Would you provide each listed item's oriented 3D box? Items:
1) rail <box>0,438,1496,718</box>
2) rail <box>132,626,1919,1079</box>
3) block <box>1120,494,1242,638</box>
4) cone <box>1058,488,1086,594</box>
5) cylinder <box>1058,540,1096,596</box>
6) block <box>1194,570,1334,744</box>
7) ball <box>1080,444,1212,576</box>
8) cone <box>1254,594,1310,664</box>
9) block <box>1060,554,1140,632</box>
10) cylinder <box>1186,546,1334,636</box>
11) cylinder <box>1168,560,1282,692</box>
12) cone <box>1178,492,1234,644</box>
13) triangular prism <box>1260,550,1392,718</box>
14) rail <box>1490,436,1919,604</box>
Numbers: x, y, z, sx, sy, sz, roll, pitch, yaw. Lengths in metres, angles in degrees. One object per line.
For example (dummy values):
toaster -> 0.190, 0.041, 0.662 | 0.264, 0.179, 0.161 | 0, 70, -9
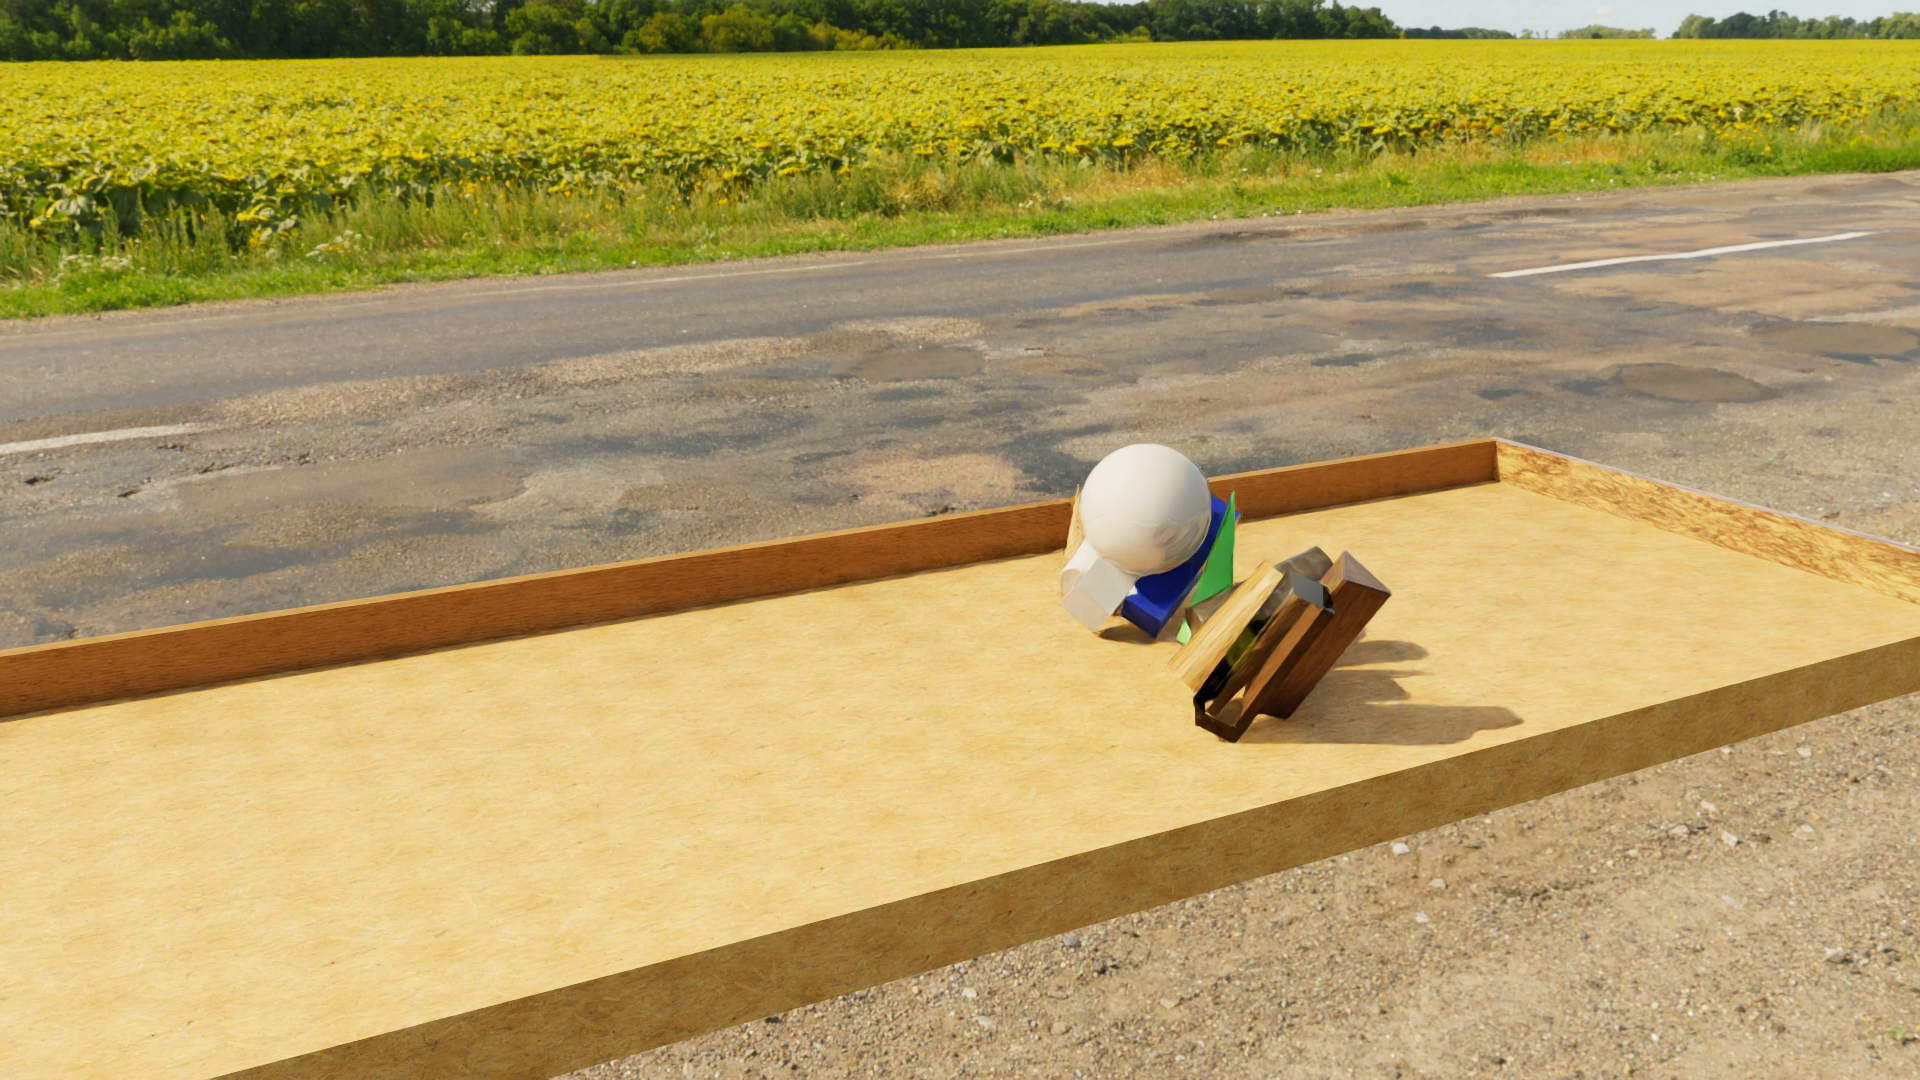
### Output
rail -> -3.305, 0.497, 3.399 | 12.000, 0.150, 0.050 | -9, 18, -27
rail -> -2.336, 1.006, 1.665 | 12.000, 0.150, 0.050 | -9, 18, -27
block -> 0.600, 0.065, 4.485 | 0.116, 0.116, 0.400 | 34, 68, 14
cone -> 0.349, -0.007, 4.784 | 0.143, 0.316, 0.143 | -3, 7, 0
cylinder -> 0.444, 0.024, 4.698 | 0.172, 0.172, 0.364 | 11, 48, 34
block -> 0.678, 0.264, 3.710 | 0.105, 0.405, 0.105 | 25, 29, -11
ball -> 0.485, -0.080, 4.314 | 0.346, 0.346, 0.346 | 0, 16, 0
cone -> 0.856, 0.189, 4.093 | 0.150, 0.321, 0.150 | 34, 15, -10
block -> 0.438, 0.063, 4.500 | 0.121, 0.121, 0.388 | 40, 56, 1
cylinder -> 0.780, 0.166, 4.229 | 0.373, 0.157, 0.157 | -25, 21, -8
cylinder -> 0.671, 0.224, 3.965 | 0.150, 0.342, 0.150 | 42, 6, -5
cone -> 0.682, 0.070, 4.334 | 0.152, 0.418, 0.152 | 9, 8, -1
triangular prism -> 0.798, 0.216, 3.823 | 0.144, 0.412, 0.125 | 15, 33, -29
rail -> 2.466, -0.048, 5.253 | 0.050, 0.150, 2.100 | -9, 18, -27
